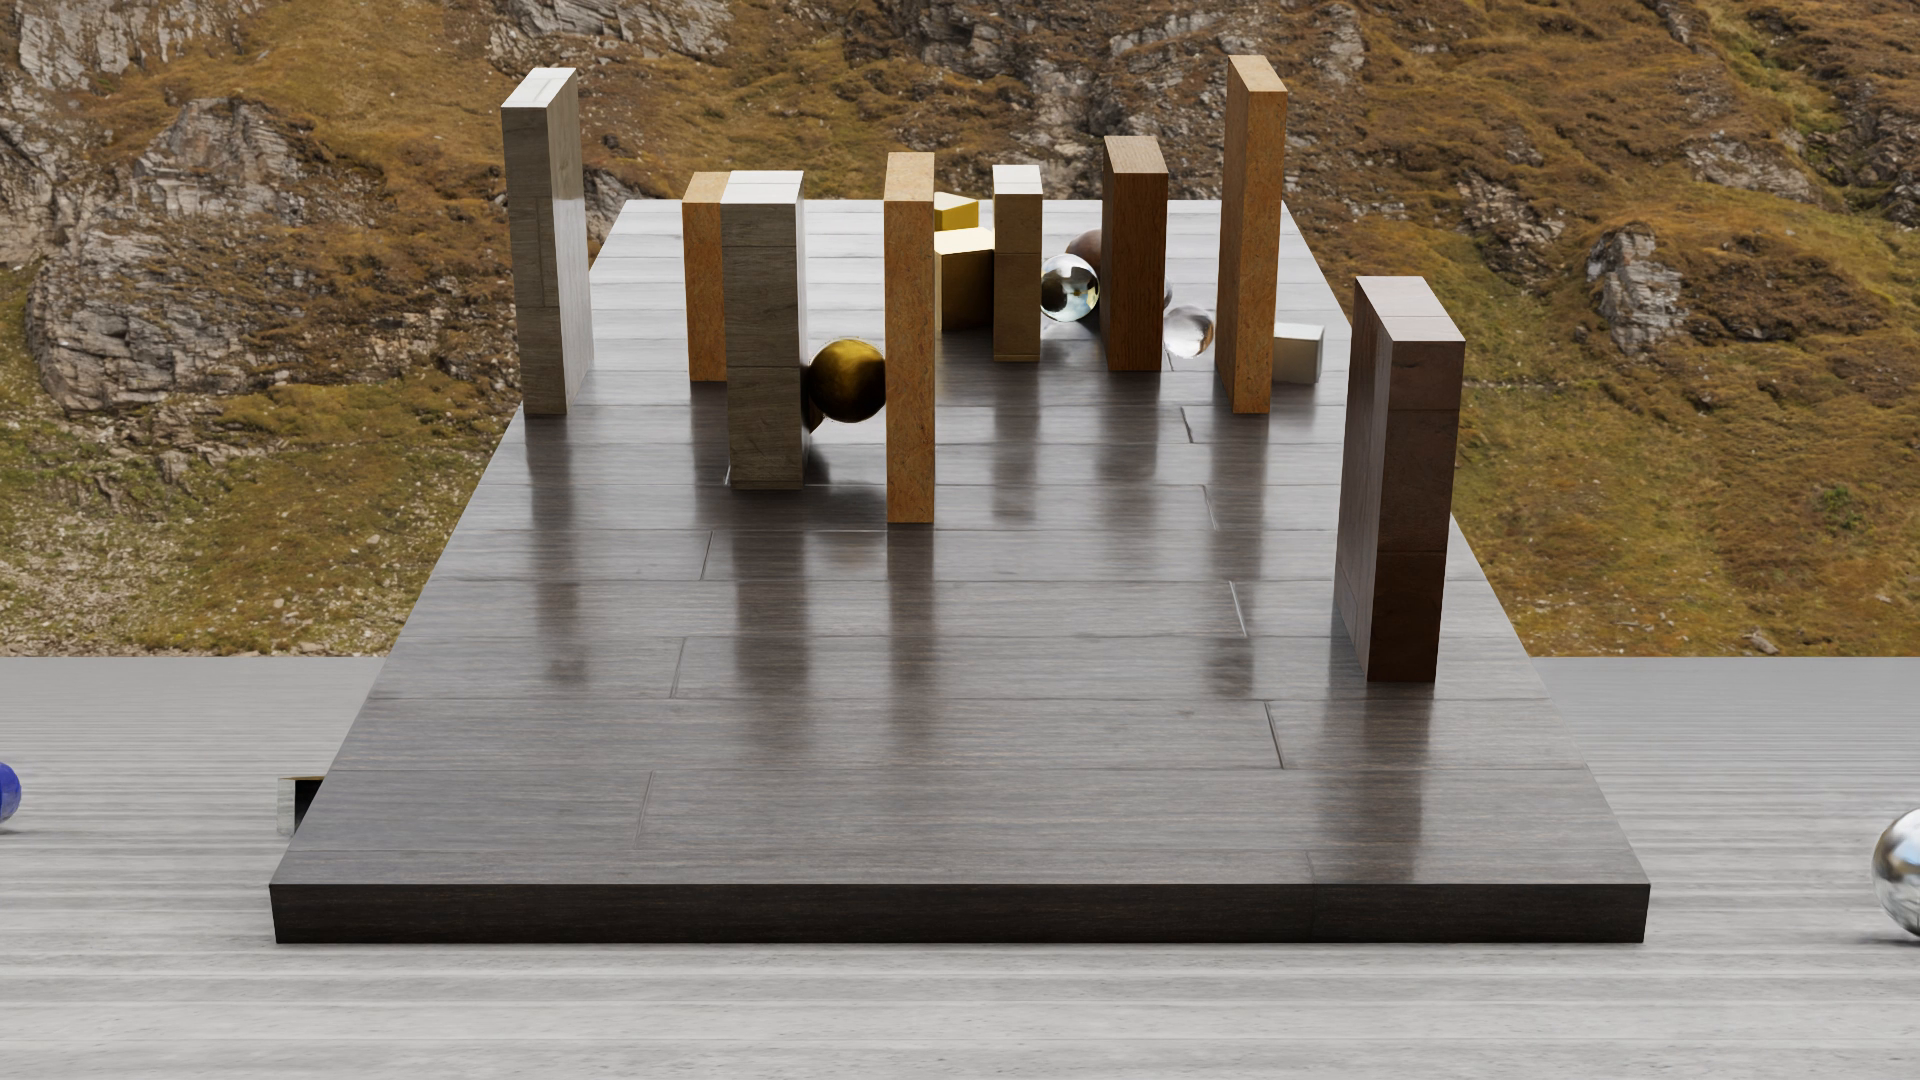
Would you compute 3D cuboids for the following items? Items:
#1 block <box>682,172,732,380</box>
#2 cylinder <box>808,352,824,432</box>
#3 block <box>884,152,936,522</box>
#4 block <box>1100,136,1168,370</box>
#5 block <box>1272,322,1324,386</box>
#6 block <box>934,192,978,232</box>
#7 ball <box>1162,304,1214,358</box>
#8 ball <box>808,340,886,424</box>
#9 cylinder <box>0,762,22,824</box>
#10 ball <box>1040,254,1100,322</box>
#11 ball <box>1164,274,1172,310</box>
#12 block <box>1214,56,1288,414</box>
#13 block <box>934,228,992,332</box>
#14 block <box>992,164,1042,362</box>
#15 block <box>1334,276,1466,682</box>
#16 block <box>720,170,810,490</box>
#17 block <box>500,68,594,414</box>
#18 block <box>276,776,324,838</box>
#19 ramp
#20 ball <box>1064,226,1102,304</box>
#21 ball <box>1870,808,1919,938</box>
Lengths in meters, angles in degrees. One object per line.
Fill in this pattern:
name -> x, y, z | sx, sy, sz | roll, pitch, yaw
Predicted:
block -> -0.565, -0.630, 5.486 | 0.145, 0.429, 0.295 | 0, 23, 0
cylinder -> -0.397, -0.337, 5.099 | 0.186, 0.186, 0.186 | 1, 22, -14
block -> -0.099, -0.415, 4.675 | 0.094, 0.657, 0.401 | 0, 23, 0
block -> 0.418, -0.701, 5.595 | 0.126, 0.480, 0.386 | 0, 23, 0
block -> 0.795, -0.440, 5.449 | 0.112, 0.112, 0.112 | 6, 23, 14
block -> -0.054, -0.873, 6.437 | 0.151, 0.151, 0.151 | 19, 29, 38
ball -> 0.552, -0.508, 5.590 | 0.129, 0.129, 0.129 | 0, -3, 0
ball -> -0.237, -0.339, 4.934 | 0.180, 0.180, 0.180 | 0, -3, 0
cylinder -> -2.327, 0.604, 5.439 | 0.170, 0.170, 0.170 | 0, -3, -8
ball -> 0.269, -0.639, 5.845 | 0.173, 0.173, 0.173 | 0, -3, 0
ball -> 0.481, -0.636, 5.900 | 0.127, 0.127, 0.127 | 0, -3, 0
block -> 0.661, -0.704, 5.276 | 0.083, 0.731, 0.407 | 0, 23, 0
block -> 0.006, -0.666, 5.872 | 0.201, 0.201, 0.201 | -9, 24, -21
block -> 0.137, -0.678, 5.626 | 0.113, 0.413, 0.290 | 0, 23, 0
block -> 0.756, -0.111, 4.006 | 0.117, 0.611, 0.374 | 0, 23, 0
block -> -0.400, -0.437, 4.791 | 0.149, 0.606, 0.270 | 0, 23, 0
block -> -0.938, -0.689, 5.276 | 0.098, 0.698, 0.431 | 0, 23, 0
block -> -1.506, 0.620, 5.370 | 0.130, 0.130, 0.130 | 2, -3, -34
ramp -> -0.007, -0.224, 5.200 | 2.000, 0.100, 4.000 | 0, 23, 0
ball -> 0.365, -0.712, 5.987 | 0.200, 0.200, 0.200 | 0, -3, 0
ball -> 1.444, 0.489, 3.378 | 0.203, 0.203, 0.203 | 0, -3, 0
